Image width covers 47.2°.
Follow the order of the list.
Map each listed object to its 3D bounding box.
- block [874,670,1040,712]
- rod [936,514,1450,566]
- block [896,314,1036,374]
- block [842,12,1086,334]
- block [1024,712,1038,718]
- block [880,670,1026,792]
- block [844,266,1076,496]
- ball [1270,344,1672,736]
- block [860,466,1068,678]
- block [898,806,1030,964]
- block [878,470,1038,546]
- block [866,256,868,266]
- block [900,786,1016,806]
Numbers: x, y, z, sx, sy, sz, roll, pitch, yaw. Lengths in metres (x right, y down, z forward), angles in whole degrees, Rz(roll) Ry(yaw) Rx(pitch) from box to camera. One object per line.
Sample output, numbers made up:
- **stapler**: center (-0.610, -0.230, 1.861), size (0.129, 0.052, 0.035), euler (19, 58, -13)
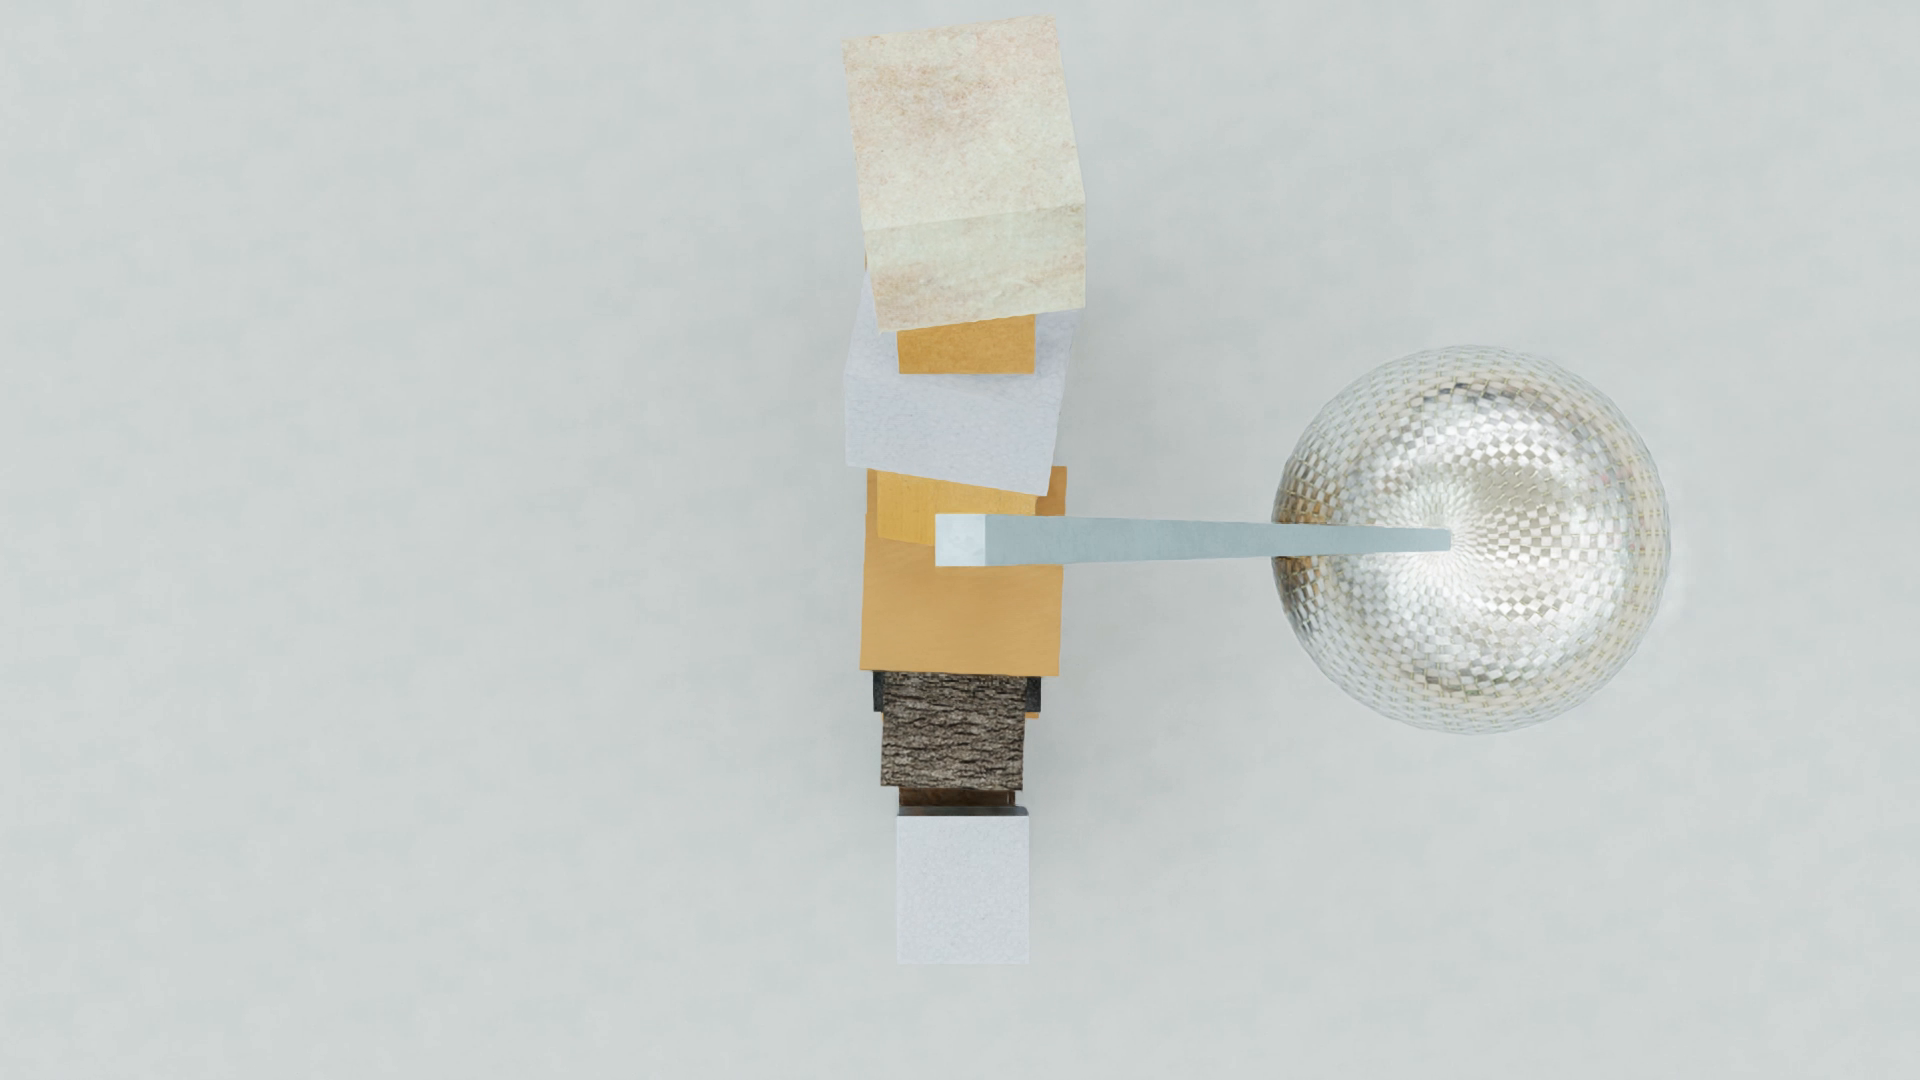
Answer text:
- **block**: center (-0.012, 0.471, 11.574), size (0.845, 0.893, 0.799), euler (0, 90, 0)
- **rod**: center (0.899, 0.000, 5.813), size (0.080, 5.200, 0.080), euler (0, 90, 20)
- **block**: center (0.022, -0.957, 7.850), size (0.487, 0.504, 0.544), euler (0, 63, 1)
- **block**: center (0.018, -1.218, 7.343), size (0.705, 0.608, 0.765), euler (-7, 63, 0)
- **block**: center (0.006, 0.579, 12.510), size (0.845, 0.977, 0.796), euler (0, 90, 0)
- **block**: center (-0.025, 0.779, 10.728), size (0.667, 0.797, 0.772), euler (2, 90, 0)
- **block**: center (0.014, -0.696, 8.414), size (0.794, 0.697, 0.704), euler (9, 64, 2)
- **ball**: center (2.074, 0.000, 9.003), size (1.600, 1.600, 1.600), euler (0, 90, 0)
- **block**: center (0.013, 0.136, 9.828), size (0.850, 0.901, 0.897), euler (2, 88, 0)
- **block**: center (0.017, 1.861, 11.940), size (0.697, 0.704, 0.779), euler (0, 87, 0)
- **block**: center (0.026, -0.386, 9.029), size (0.636, 0.667, 0.622), euler (9, 64, 2)
- **block**: center (0.009, -1.181, 12.532), size (1.053, 0.935, 0.943), euler (0, 90, 0)
- **block**: center (-0.012, 1.317, 12.654), size (0.652, 0.691, 0.670), euler (0, 90, 0)
